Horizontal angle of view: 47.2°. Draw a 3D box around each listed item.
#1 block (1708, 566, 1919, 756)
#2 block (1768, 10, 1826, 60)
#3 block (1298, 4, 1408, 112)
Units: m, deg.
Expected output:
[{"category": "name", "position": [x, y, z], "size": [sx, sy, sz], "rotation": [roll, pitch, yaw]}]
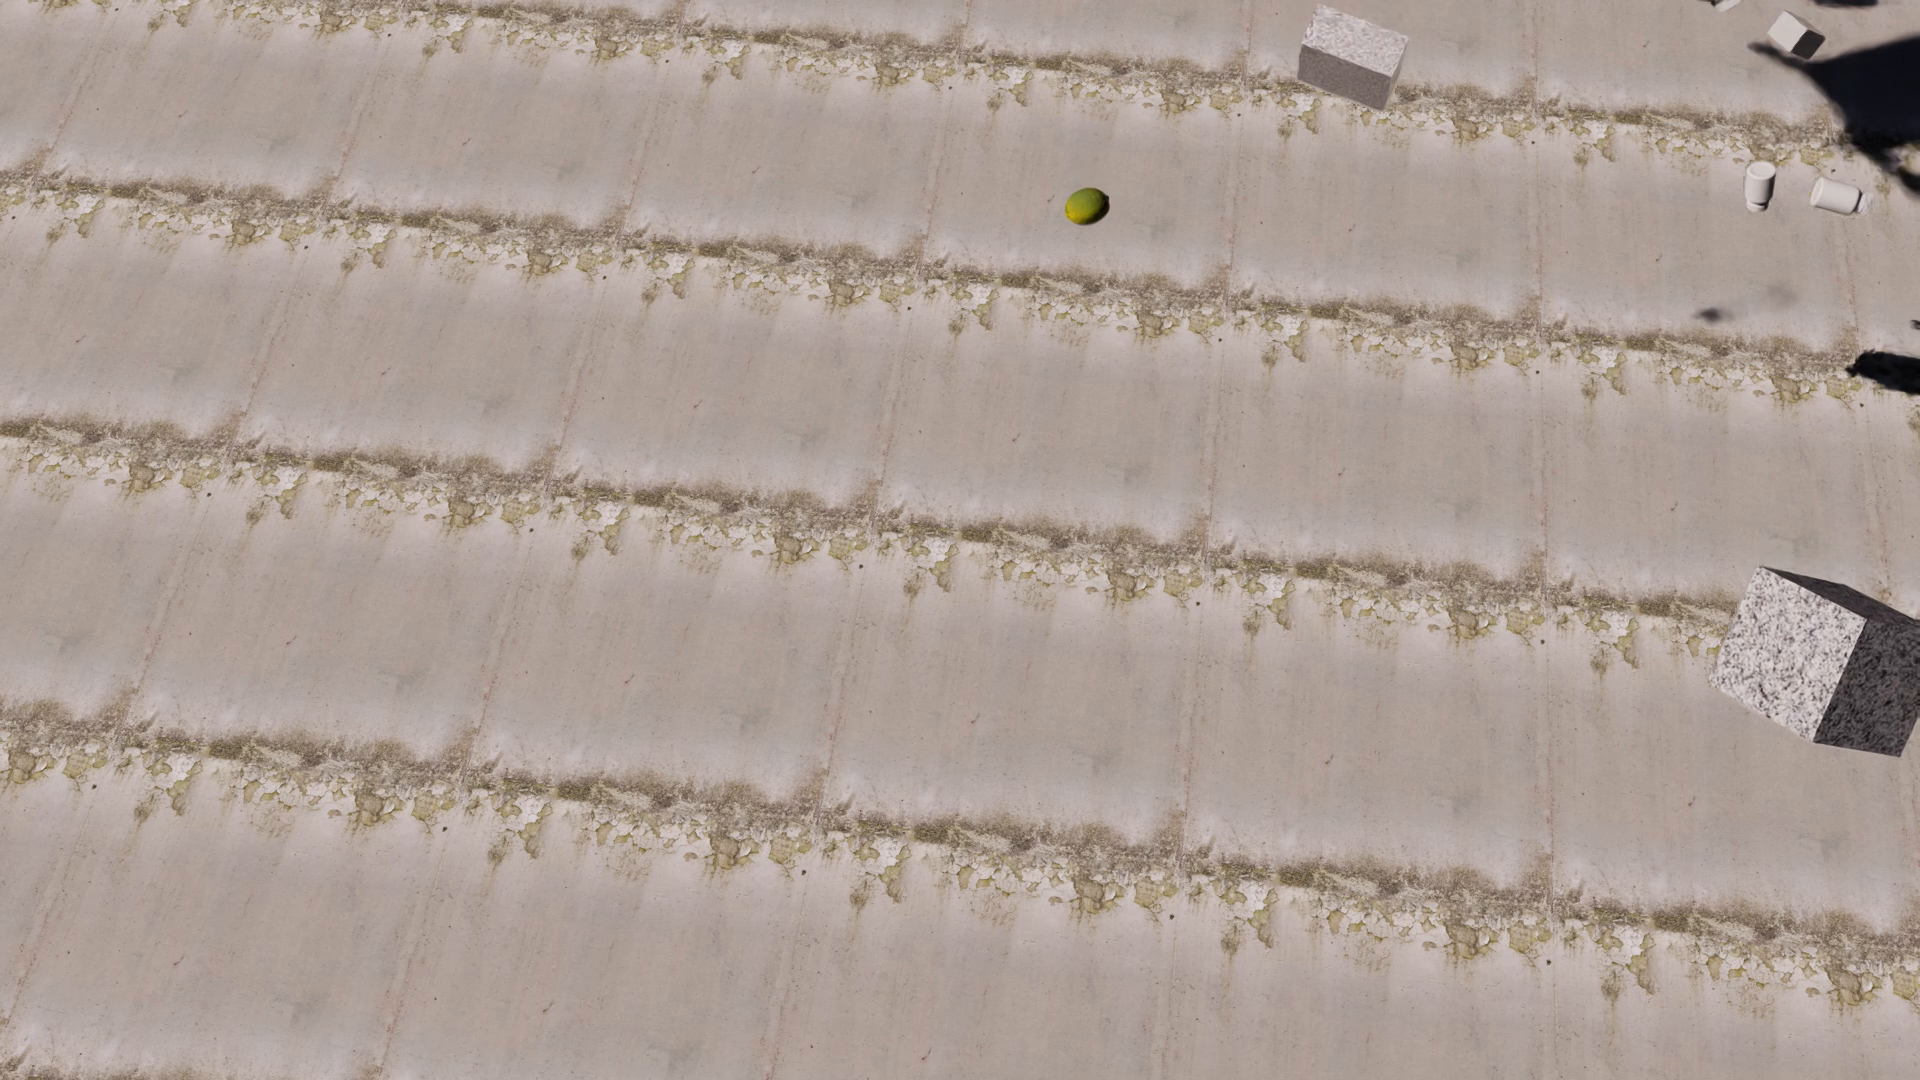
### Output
[{"category": "block", "position": [1.666, 0.232, 4.217], "size": [0.263, 0.250, 0.269], "rotation": [10, 16, -31]}, {"category": "block", "position": [1.715, -1.034, 4.506], "size": [0.068, 0.056, 0.075], "rotation": [8, 38, -35]}, {"category": "block", "position": [0.884, -1.087, 4.967], "size": [0.212, 0.244, 0.098], "rotation": [23, 86, 9]}]
